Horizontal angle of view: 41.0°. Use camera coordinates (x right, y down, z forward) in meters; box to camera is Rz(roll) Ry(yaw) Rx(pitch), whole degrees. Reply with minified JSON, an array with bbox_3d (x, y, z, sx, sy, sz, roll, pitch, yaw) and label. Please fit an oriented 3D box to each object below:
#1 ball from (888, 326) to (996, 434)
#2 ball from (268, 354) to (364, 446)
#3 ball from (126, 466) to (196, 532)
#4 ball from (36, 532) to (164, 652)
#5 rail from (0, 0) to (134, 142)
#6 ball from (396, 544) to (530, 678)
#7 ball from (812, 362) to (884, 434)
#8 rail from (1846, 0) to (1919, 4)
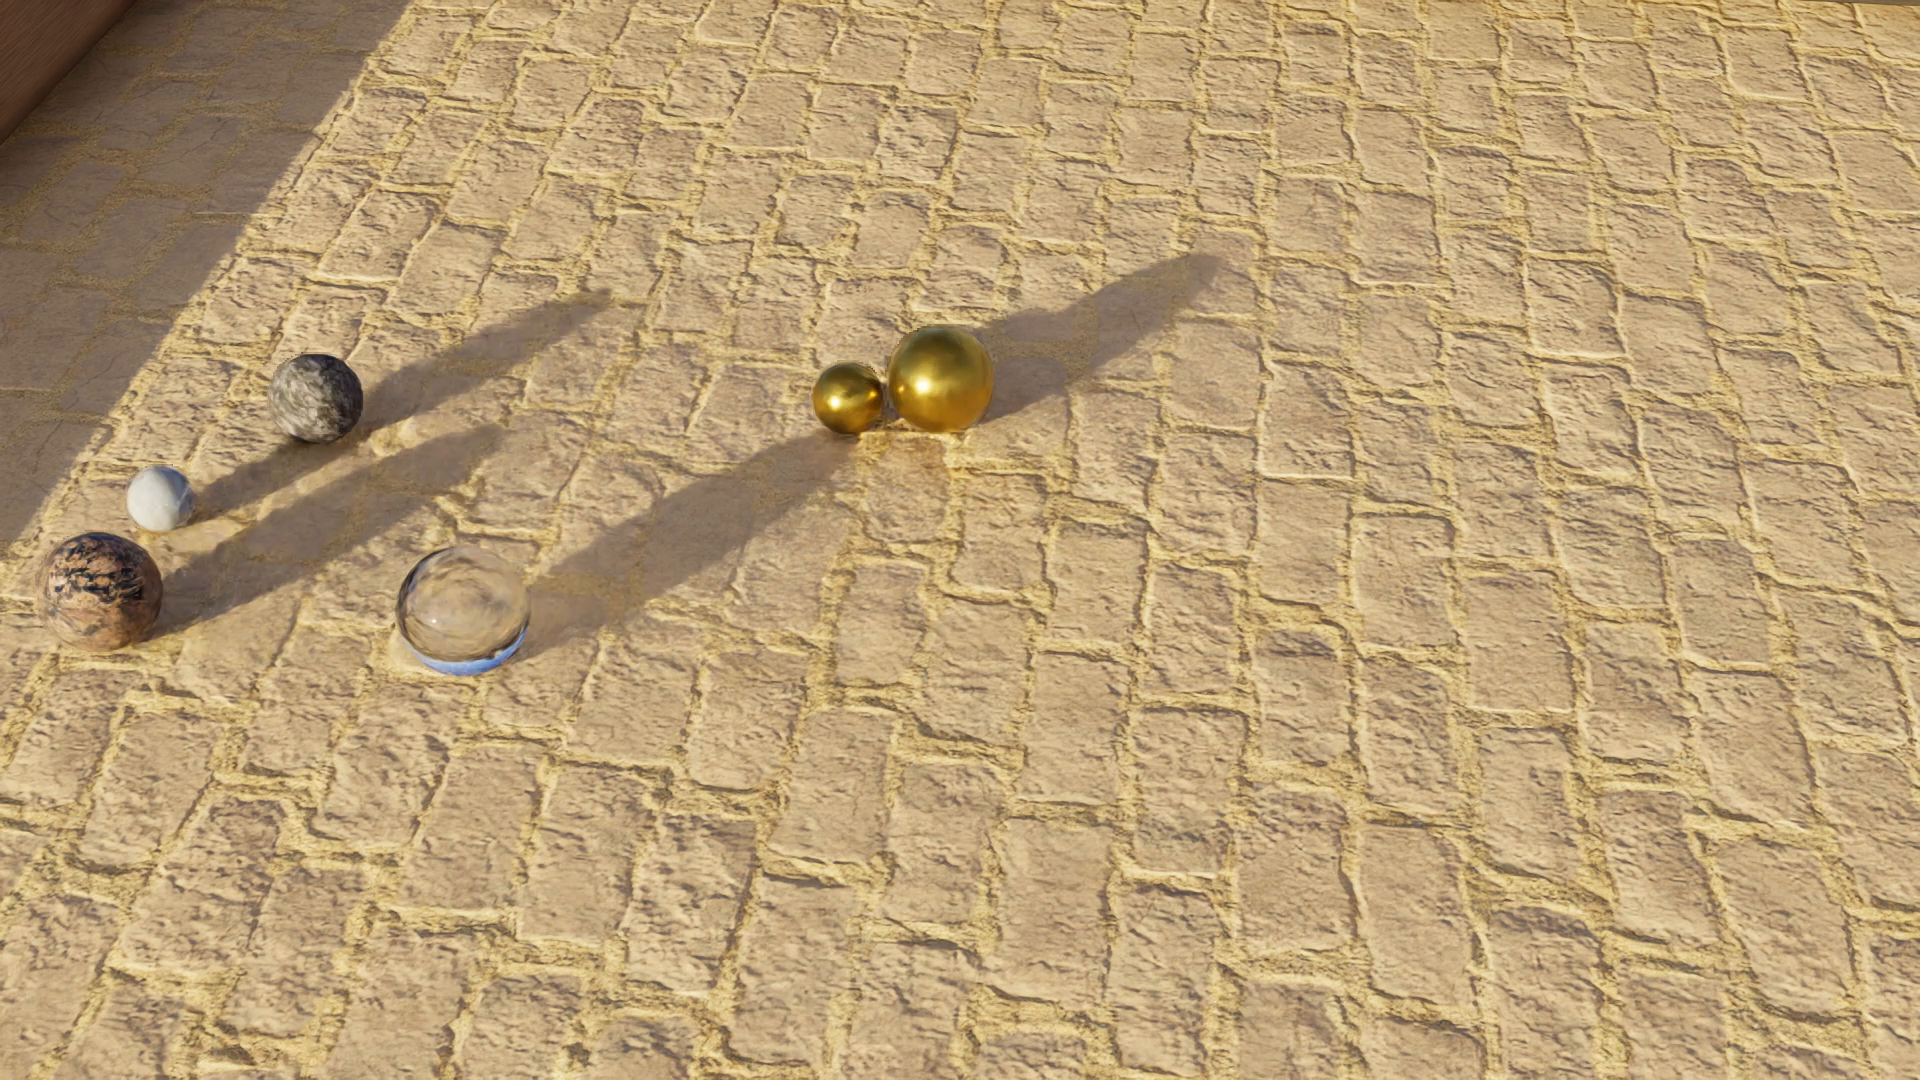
[{"bbox_3d":[-0.014,-0.120,1.922,0.081,0.081,0.081,0,35,0],"label":"ball"},{"bbox_3d":[-0.480,-0.105,1.912,0.068,0.068,0.068,0,35,0],"label":"ball"},{"bbox_3d":[-0.568,-0.029,1.823,0.047,0.047,0.047,0,35,0],"label":"ball"},{"bbox_3d":[-0.571,0.035,1.705,0.080,0.080,0.080,0,35,0],"label":"ball"},{"bbox_3d":[-0.917,-0.084,1.843,0.045,0.113,2.176,4,36,6],"label":"rail"},{"bbox_3d":[-0.326,0.047,1.682,0.087,0.087,0.087,0,35,0],"label":"ball"},{"bbox_3d":[-0.084,-0.106,1.926,0.054,0.054,0.054,0,35,0],"label":"ball"},{"bbox_3d":[1.070,-0.564,2.518,3.791,0.113,0.045,4,36,6],"label":"rail"}]
